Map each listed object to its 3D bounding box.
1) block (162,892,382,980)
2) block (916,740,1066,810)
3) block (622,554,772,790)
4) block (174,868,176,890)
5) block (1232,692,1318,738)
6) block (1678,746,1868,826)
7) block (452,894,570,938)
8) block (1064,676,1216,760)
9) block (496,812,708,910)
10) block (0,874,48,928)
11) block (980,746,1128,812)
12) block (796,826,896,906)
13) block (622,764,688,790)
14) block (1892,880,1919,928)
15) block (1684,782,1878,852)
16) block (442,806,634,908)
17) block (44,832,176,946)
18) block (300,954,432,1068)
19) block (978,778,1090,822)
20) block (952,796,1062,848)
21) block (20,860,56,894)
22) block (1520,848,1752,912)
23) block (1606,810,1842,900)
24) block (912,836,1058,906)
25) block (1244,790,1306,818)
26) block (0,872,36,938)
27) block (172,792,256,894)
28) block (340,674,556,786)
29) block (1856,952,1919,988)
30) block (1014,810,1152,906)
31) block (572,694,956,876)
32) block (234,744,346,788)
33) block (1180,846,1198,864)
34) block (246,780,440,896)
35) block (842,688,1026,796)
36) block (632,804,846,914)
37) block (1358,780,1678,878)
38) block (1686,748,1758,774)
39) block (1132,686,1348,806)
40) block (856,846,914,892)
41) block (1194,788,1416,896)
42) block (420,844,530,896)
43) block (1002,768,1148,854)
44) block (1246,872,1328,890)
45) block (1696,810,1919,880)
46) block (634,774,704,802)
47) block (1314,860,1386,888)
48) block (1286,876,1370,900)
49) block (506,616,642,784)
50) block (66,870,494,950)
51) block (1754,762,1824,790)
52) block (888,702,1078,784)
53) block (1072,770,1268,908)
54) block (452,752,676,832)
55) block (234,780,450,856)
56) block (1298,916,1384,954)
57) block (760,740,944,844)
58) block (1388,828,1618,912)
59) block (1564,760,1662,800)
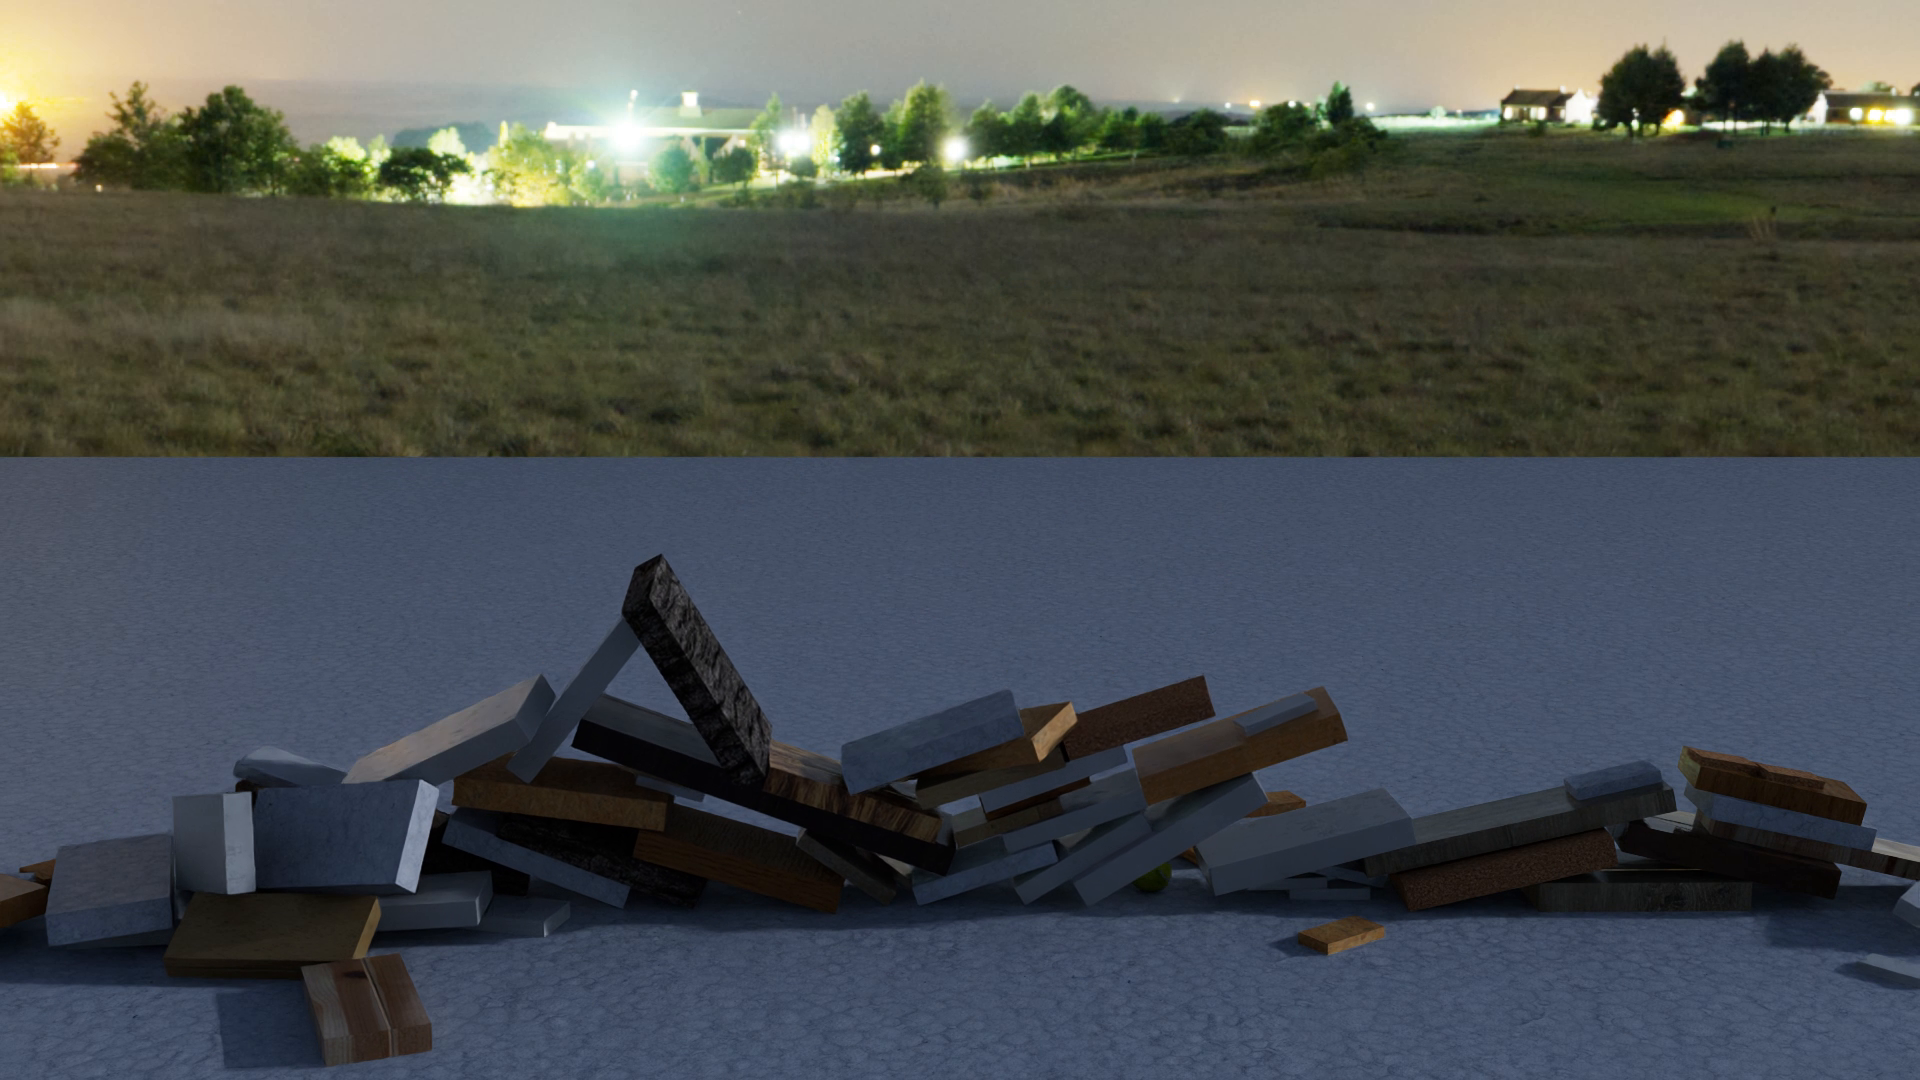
[{"bbox_3d":[-1.044,0.603,3.346,0.286,0.041,0.143,1,34,3],"label":"block"},{"bbox_3d":[0.053,0.373,3.615,0.247,0.035,0.123,-18,11,7],"label":"block"},{"bbox_3d":[-0.418,0.211,3.528,0.050,0.355,0.178,-27,20,10],"label":"block"},{"bbox_3d":[-1.349,0.576,3.677,0.181,0.026,0.090,10,15,44],"label":"block"},{"bbox_3d":[0.519,0.288,3.622,0.127,0.018,0.063,-21,10,-8],"label":"block"},{"bbox_3d":[1.353,0.409,3.672,0.273,0.039,0.136,13,10,4],"label":"block"},{"bbox_3d":[-0.734,0.601,3.537,0.189,0.027,0.094,3,11,15],"label":"block"},{"bbox_3d":[0.292,0.291,3.610,0.247,0.035,0.123,-18,11,6],"label":"block"},{"bbox_3d":[-0.582,0.505,3.656,0.343,0.049,0.171,21,11,-1],"label":"block"},{"bbox_3d":[-1.600,0.562,3.472,0.301,0.043,0.150,7,12,32],"label":"block"},{"bbox_3d":[0.147,0.375,3.628,0.247,0.035,0.123,-19,11,-2],"label":"block"},{"bbox_3d":[-0.186,0.531,3.640,0.182,0.026,0.091,35,9,-6],"label":"block"},{"bbox_3d":[-0.499,0.378,3.621,0.114,0.016,0.057,19,10,-10],"label":"block"},{"bbox_3d":[1.590,0.571,3.502,0.223,0.032,0.112,-20,42,-41],"label":"block"},{"bbox_3d":[1.365,0.453,3.665,0.273,0.039,0.136,12,10,-2],"label":"block"},{"bbox_3d":[-0.688,0.514,3.665,0.315,0.045,0.157,20,11,-2],"label":"block"},{"bbox_3d":[-1.349,0.551,3.505,0.178,0.050,0.355,-6,11,-18],"label":"block"},{"bbox_3d":[-0.851,0.668,3.140,0.143,0.041,0.286,-4,11,-22],"label":"block"},{"bbox_3d":[0.122,0.411,3.653,0.182,0.026,0.091,-19,11,-1],"label":"block"},{"bbox_3d":[0.077,0.455,3.649,0.182,0.026,0.091,-19,11,2],"label":"block"},{"bbox_3d":[-1.497,0.561,3.758,0.090,0.026,0.181,9,14,41],"label":"block"},{"bbox_3d":[1.115,0.566,3.665,0.347,0.049,0.173,0,11,-1],"label":"block"},{"bbox_3d":[1.266,0.510,3.667,0.346,0.049,0.173,13,10,4],"label":"block"},{"bbox_3d":[0.042,0.536,3.658,0.242,0.034,0.121,-18,10,4],"label":"block"},{"bbox_3d":[0.567,0.496,4.120,0.143,0.020,0.072,-4,11,-19],"label":"block"},{"bbox_3d":[-1.592,0.601,3.494,0.150,0.043,0.301,-1,11,-6],"label":"block"},{"bbox_3d":[-1.169,0.472,3.441,0.043,0.150,0.301,-1,-6,-34],"label":"block"},{"bbox_3d":[-0.837,0.341,3.548,0.366,0.047,0.167,-25,17,14],"label":"block"},{"bbox_3d":[1.412,0.649,3.313,0.050,0.014,0.101,-9,14,-41],"label":"block"},{"bbox_3d":[0.200,0.512,3.651,0.242,0.034,0.121,-31,9,5],"label":"block"},{"bbox_3d":[-0.318,0.404,3.657,0.644,0.050,0.178,20,9,-4],"label":"block"},{"bbox_3d":[-1.092,0.391,3.626,0.181,0.026,0.090,18,18,11],"label":"block"},{"bbox_3d":[0.401,0.531,3.855,0.063,0.018,0.127,-16,30,-41],"label":"block"},{"bbox_3d":[-0.975,0.468,3.430,0.334,0.167,0.047,-6,-29,27],"label":"block"},{"bbox_3d":[-0.046,0.327,3.582,0.297,0.042,0.148,-19,11,1],"label":"block"},{"bbox_3d":[-0.357,0.523,3.649,0.343,0.049,0.171,16,11,0],"label":"block"},{"bbox_3d":[0.917,0.471,3.670,0.516,0.039,0.136,-13,8,2],"label":"block"},{"bbox_3d":[1.266,0.367,3.653,0.101,0.014,0.050,10,10,-9],"label":"block"},{"bbox_3d":[0.460,0.340,3.646,0.341,0.048,0.171,-19,10,4],"label":"block"},{"bbox_3d":[-0.124,0.539,3.682,0.114,0.016,0.057,38,9,-10],"label":"block"},{"bbox_3d":[0.570,0.501,3.670,0.341,0.048,0.171,-14,11,-1],"label":"block"},{"bbox_3d":[-0.871,0.521,3.667,0.315,0.045,0.157,12,18,-9],"label":"block"},{"bbox_3d":[0.187,0.450,3.654,0.242,0.034,0.121,-19,10,2],"label":"block"},{"bbox_3d":[0.538,0.562,3.664,0.133,0.019,0.067,-1,10,-4],"label":"block"},{"bbox_3d":[1.508,0.520,3.663,0.535,0.032,0.112,12,10,3],"label":"block"},{"bbox_3d":[-0.480,0.402,3.630,0.114,0.016,0.057,18,10,-14],"label":"block"},{"bbox_3d":[0.639,0.549,3.679,0.133,0.019,0.067,13,9,-6],"label":"block"},{"bbox_3d":[0.612,0.580,3.671,0.133,0.019,0.067,0,11,0],"label":"block"},{"bbox_3d":[-0.607,0.235,3.591,0.047,0.334,0.167,38,14,-7],"label":"block"},{"bbox_3d":[-1.074,0.587,3.492,0.637,0.041,0.143,-3,11,-2],"label":"block"},{"bbox_3d":[1.373,0.391,3.644,0.101,0.014,0.050,10,10,-8],"label":"block"},{"bbox_3d":[0.032,0.335,3.633,0.297,0.042,0.149,-12,14,33],"label":"block"},{"bbox_3d":[0.341,0.474,3.641,0.341,0.048,0.171,-31,9,6],"label":"block"},{"bbox_3d":[-0.649,0.411,3.639,0.343,0.049,0.171,7,11,-3],"label":"block"},{"bbox_3d":[-1.016,0.449,3.626,0.315,0.045,0.158,18,18,13],"label":"block"},{"bbox_3d":[0.600,0.620,3.456,0.127,0.018,0.063,-8,13,-36],"label":"block"},{"bbox_3d":[-0.181,0.412,3.615,0.297,0.042,0.148,19,10,-11],"label":"block"},{"bbox_3d":[0.894,0.528,3.657,0.347,0.049,0.173,-13,10,2],"label":"block"},{"bbox_3d":[1.089,0.401,3.672,0.143,0.020,0.072,-13,8,1],"label":"block"}]
